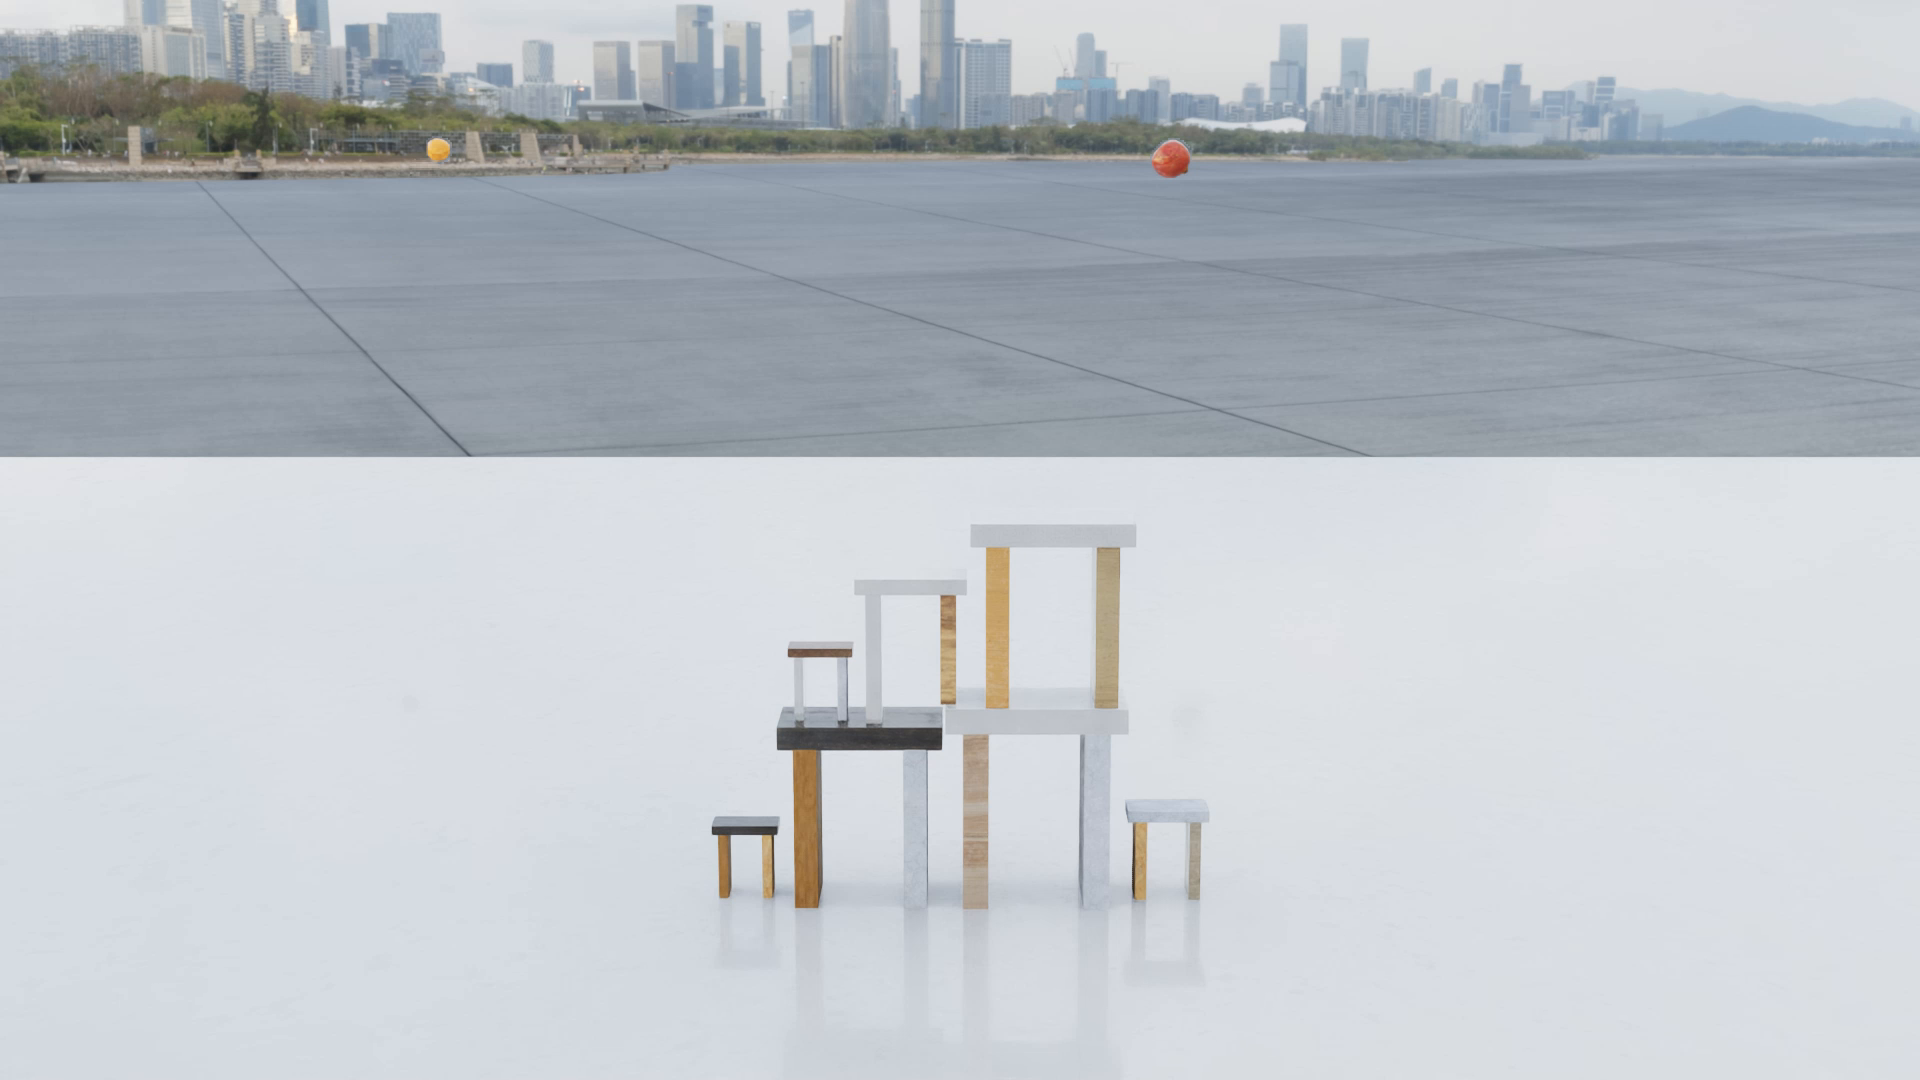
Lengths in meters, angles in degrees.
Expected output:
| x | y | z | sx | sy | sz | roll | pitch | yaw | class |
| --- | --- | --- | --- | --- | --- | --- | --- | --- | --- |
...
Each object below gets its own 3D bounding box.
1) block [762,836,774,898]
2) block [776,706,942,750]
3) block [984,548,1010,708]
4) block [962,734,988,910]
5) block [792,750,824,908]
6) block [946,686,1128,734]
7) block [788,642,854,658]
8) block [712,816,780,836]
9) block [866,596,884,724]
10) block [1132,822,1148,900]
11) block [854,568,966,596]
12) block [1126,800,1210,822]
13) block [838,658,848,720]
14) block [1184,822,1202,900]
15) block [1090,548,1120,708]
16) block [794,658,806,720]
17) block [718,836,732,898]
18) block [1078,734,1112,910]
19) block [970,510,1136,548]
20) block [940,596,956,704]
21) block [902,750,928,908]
| x | y | z | sx | sy | sz | roll | pitch | yaw | class |
| --- | --- | --- | --- | --- | --- | --- | --- | --- | --- |
| -0.319 | 0.536 | 3.664 | 0.015 | 0.109 | 0.054 | 0 | 11 | 0 | block |
| -0.162 | 0.309 | 3.614 | 0.267 | 0.038 | 0.134 | 0 | 11 | 0 | block |
| 0.060 | 0.130 | 3.580 | 0.037 | 0.264 | 0.132 | 0 | 11 | 0 | block |
| 0.026 | 0.445 | 3.641 | 0.042 | 0.295 | 0.148 | 0 | 11 | 0 | block |
| -0.251 | 0.459 | 3.642 | 0.038 | 0.267 | 0.134 | 0 | 11 | 0 | block |
| 0.124 | 0.279 | 3.611 | 0.295 | 0.042 | 0.148 | 0 | 11 | 0 | block |
| -0.227 | 0.179 | 3.594 | 0.105 | 0.015 | 0.053 | 0 | 11 | 0 | block |
| -0.355 | 0.474 | 3.652 | 0.109 | 0.015 | 0.054 | 0 | 11 | 0 | block |
| -0.140 | 0.185 | 3.595 | 0.026 | 0.213 | 0.090 | 0 | 11 | 0 | block |
| 0.299 | 0.524 | 3.661 | 0.019 | 0.133 | 0.067 | 0 | 11 | 0 | block |
| -0.079 | 0.068 | 3.573 | 0.181 | 0.026 | 0.090 | 0 | 11 | 0 | block |
| 0.343 | 0.449 | 3.647 | 0.133 | 0.019 | 0.067 | 0 | 11 | 0 | block |
| -0.192 | 0.238 | 3.605 | 0.015 | 0.105 | 0.053 | 0 | 11 | 0 | block |
| 0.388 | 0.524 | 3.661 | 0.019 | 0.133 | 0.067 | 0 | 11 | 0 | block |
| 0.236 | 0.130 | 3.580 | 0.037 | 0.264 | 0.132 | 0 | 11 | 0 | block |
| -0.262 | 0.238 | 3.605 | 0.015 | 0.105 | 0.053 | 0 | 11 | 0 | block |
| -0.392 | 0.536 | 3.664 | 0.015 | 0.109 | 0.054 | 0 | 11 | 0 | block |
| 0.222 | 0.445 | 3.641 | 0.042 | 0.295 | 0.148 | 0 | 11 | 0 | block |
| 0.148 | -0.018 | 3.553 | 0.264 | 0.037 | 0.132 | 0 | 11 | 0 | block |
| -0.019 | 0.169 | 3.592 | 0.026 | 0.181 | 0.090 | 0 | 11 | 0 | block |
| -0.073 | 0.459 | 3.642 | 0.038 | 0.267 | 0.134 | 0 | 11 | 0 | block |
